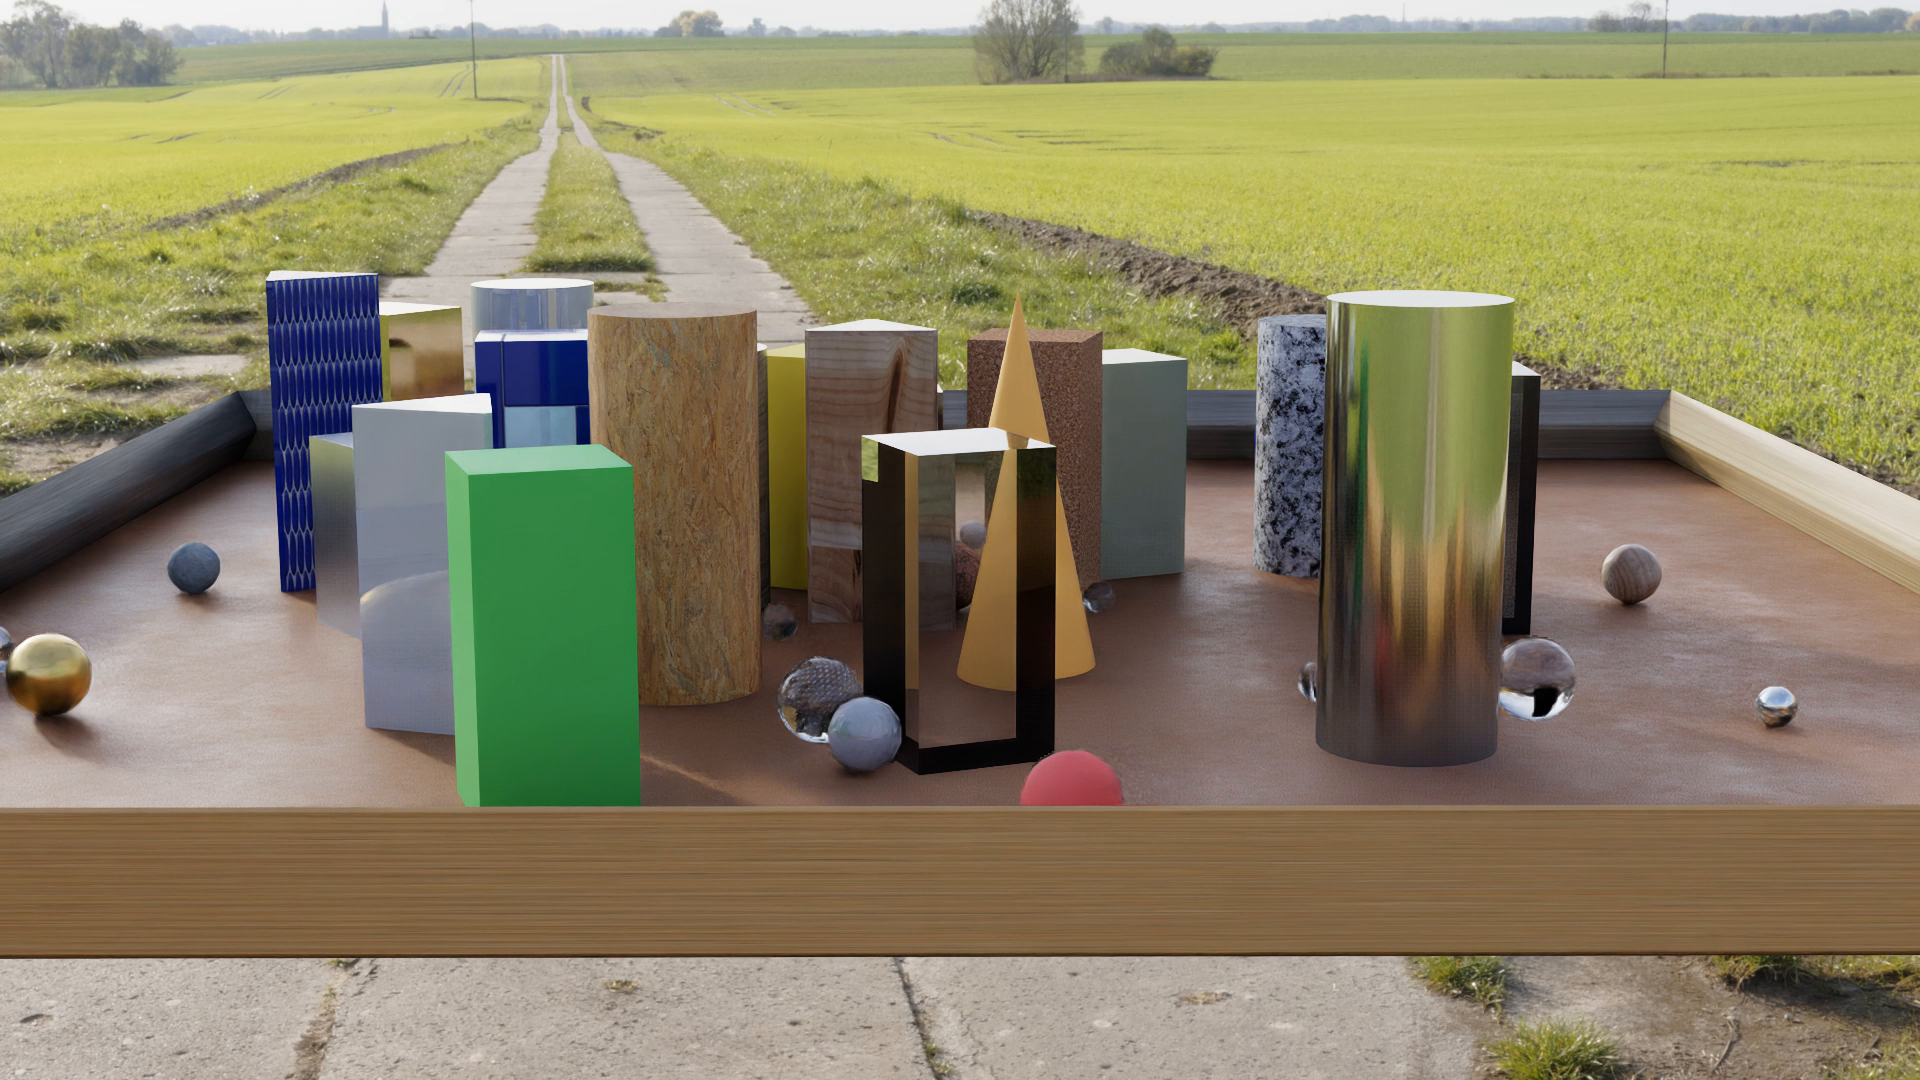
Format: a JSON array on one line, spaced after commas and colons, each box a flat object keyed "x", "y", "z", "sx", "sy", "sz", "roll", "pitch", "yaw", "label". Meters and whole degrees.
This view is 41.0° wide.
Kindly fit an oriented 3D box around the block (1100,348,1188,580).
[{"x": 0.222, "y": -0.113, "z": 3.734, "sx": 0.156, "sy": 0.310, "sz": 0.156, "roll": -5, "pitch": 12, "yaw": -25, "label": "block"}]

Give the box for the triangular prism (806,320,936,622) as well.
[{"x": -0.118, "y": -0.096, "z": 3.435, "sx": 0.169, "sy": 0.386, "sz": 0.146, "roll": 0, "pitch": 11, "yaw": -2, "label": "triangular prism"}]

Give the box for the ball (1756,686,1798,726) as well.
[{"x": 0.909, "y": 0.185, "z": 2.856, "sx": 0.045, "sy": 0.045, "sz": 0.045, "roll": 0, "pitch": 11, "yaw": 0, "label": "ball"}]

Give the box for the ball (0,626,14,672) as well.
[{"x": -1.173, "y": 0.131, "z": 3.077, "sx": 0.071, "sy": 0.071, "sz": 0.071, "roll": 0, "pitch": 11, "yaw": 0, "label": "ball"}]

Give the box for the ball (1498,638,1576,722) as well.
[{"x": 0.643, "y": 0.156, "z": 2.877, "sx": 0.094, "sy": 0.094, "sz": 0.094, "roll": 0, "pitch": 11, "yaw": 0, "label": "ball"}]

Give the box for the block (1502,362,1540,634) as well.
[{"x": 0.660, "y": -0.058, "z": 3.365, "sx": 0.156, "sy": 0.337, "sz": 0.156, "roll": 0, "pitch": 11, "yaw": 1, "label": "block"}]

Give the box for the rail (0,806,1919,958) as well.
[{"x": 0.008, "y": 0.277, "z": 2.132, "sx": 2.674, "sy": 0.127, "sz": 0.045, "roll": 0, "pitch": 11, "yaw": 0, "label": "rail"}]

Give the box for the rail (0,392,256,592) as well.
[{"x": -1.313, "y": 0.034, "z": 3.442, "sx": 0.045, "sy": 0.127, "sz": 2.727, "roll": 0, "pitch": 11, "yaw": 0, "label": "rail"}]

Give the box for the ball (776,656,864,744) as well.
[{"x": -0.152, "y": 0.173, "z": 2.784, "sx": 0.094, "sy": 0.094, "sz": 0.094, "roll": 0, "pitch": 11, "yaw": 0, "label": "ball"}]

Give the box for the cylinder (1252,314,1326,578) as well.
[{"x": 0.529, "y": -0.140, "z": 3.745, "sx": 0.195, "sy": 0.360, "sz": 0.195, "roll": 0, "pitch": 11, "yaw": 0, "label": "cylinder"}]

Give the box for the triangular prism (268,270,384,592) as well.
[{"x": -0.931, "y": -0.161, "z": 3.653, "sx": 0.169, "sy": 0.435, "sz": 0.146, "roll": -9, "pitch": 14, "yaw": -41, "label": "triangular prism"}]

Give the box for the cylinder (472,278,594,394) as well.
[{"x": -0.685, "y": -0.224, "z": 4.145, "sx": 0.195, "sy": 0.380, "sz": 0.195, "roll": 0, "pitch": 11, "yaw": 0, "label": "cylinder"}]

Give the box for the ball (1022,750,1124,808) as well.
[{"x": 0.105, "y": 0.244, "z": 2.402, "sx": 0.095, "sy": 0.095, "sz": 0.095, "roll": 0, "pitch": 11, "yaw": 0, "label": "ball"}]

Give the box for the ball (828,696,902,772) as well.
[{"x": -0.099, "y": 0.202, "z": 2.674, "sx": 0.078, "sy": 0.078, "sz": 0.078, "roll": 0, "pitch": 11, "yaw": 0, "label": "ball"}]

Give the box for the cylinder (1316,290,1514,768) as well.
[{"x": 0.484, "y": -0.017, "z": 2.743, "sx": 0.195, "sy": 0.483, "sz": 0.195, "roll": 0, "pitch": 11, "yaw": 0, "label": "cylinder"}]

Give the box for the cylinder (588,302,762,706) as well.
[{"x": -0.333, "y": -0.047, "z": 3.005, "sx": 0.195, "sy": 0.446, "sz": 0.195, "roll": 0, "pitch": 11, "yaw": 0, "label": "cylinder"}]

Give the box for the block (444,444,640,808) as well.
[{"x": -0.411, "y": 0.092, "z": 2.524, "sx": 0.156, "sy": 0.349, "sz": 0.156, "roll": -4, "pitch": 11, "yaw": -19, "label": "block"}]

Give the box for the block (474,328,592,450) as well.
[{"x": -0.612, "y": -0.125, "z": 3.708, "sx": 0.156, "sy": 0.344, "sz": 0.156, "roll": -1, "pitch": 11, "yaw": -7, "label": "block"}]

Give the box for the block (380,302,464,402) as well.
[{"x": -0.869, "y": -0.175, "z": 3.930, "sx": 0.156, "sy": 0.361, "sz": 0.156, "roll": 7, "pitch": 12, "yaw": 32, "label": "block"}]

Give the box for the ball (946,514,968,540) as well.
[{"x": -0.003, "y": -0.019, "z": 3.968, "sx": 0.041, "sy": 0.041, "sz": 0.041, "roll": 0, "pitch": 11, "yaw": 0, "label": "ball"}]

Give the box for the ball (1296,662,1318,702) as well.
[{"x": 0.413, "y": 0.164, "z": 2.968, "sx": 0.047, "sy": 0.047, "sz": 0.047, "roll": 0, "pitch": 11, "yaw": 0, "label": "ball"}]

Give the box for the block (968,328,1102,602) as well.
[{"x": 0.104, "y": -0.101, "z": 3.530, "sx": 0.156, "sy": 0.362, "sz": 0.156, "roll": 3, "pitch": 11, "yaw": 13, "label": "block"}]

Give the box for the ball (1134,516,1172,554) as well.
[{"x": 0.290, "y": -0.008, "z": 3.866, "sx": 0.057, "sy": 0.057, "sz": 0.057, "roll": 0, "pitch": 11, "yaw": 0, "label": "ball"}]

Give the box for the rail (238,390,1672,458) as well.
[{"x": -0.008, "y": -0.212, "z": 4.766, "sx": 2.674, "sy": 0.127, "sz": 0.045, "roll": 0, "pitch": 11, "yaw": 0, "label": "rail"}]

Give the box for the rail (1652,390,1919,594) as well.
[{"x": 1.313, "y": 0.031, "z": 3.456, "sx": 0.045, "sy": 0.127, "sz": 2.727, "roll": 0, "pitch": 11, "yaw": 0, "label": "rail"}]

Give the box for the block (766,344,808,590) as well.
[{"x": -0.193, "y": -0.104, "z": 3.644, "sx": 0.156, "sy": 0.327, "sz": 0.156, "roll": 5, "pitch": 12, "yaw": 26, "label": "block"}]

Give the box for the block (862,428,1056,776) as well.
[{"x": -0.002, "y": 0.061, "z": 2.731, "sx": 0.156, "sy": 0.335, "sz": 0.156, "roll": -5, "pitch": 11, "yaw": -23, "label": "block"}]

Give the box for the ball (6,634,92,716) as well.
[{"x": -1.030, "y": 0.152, "z": 2.901, "sx": 0.093, "sy": 0.093, "sz": 0.093, "roll": 0, "pitch": 11, "yaw": 0, "label": "ball"}]

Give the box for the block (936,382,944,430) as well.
[{"x": -0.110, "y": -0.117, "z": 3.948, "sx": 0.156, "sy": 0.241, "sz": 0.156, "roll": -1, "pitch": 11, "yaw": -5, "label": "block"}]

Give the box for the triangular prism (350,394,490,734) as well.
[{"x": -0.560, "y": 0.023, "z": 2.869, "sx": 0.169, "sy": 0.359, "sz": 0.146, "roll": 4, "pitch": 11, "yaw": 19, "label": "triangular prism"}]

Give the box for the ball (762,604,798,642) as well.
[{"x": -0.232, "y": 0.105, "z": 3.277, "sx": 0.049, "sy": 0.049, "sz": 0.049, "roll": 0, "pitch": 11, "yaw": 0, "label": "ball"}]

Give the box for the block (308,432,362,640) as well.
[{"x": -0.740, "y": -0.011, "z": 3.353, "sx": 0.156, "sy": 0.249, "sz": 0.156, "roll": -8, "pitch": 13, "yaw": -37, "label": "block"}]

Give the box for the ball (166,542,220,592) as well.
[{"x": -1.069, "y": 0.038, "z": 3.577, "sx": 0.072, "sy": 0.072, "sz": 0.072, "roll": 0, "pitch": 11, "yaw": 0, "label": "ball"}]

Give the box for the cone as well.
[{"x": 0.070, "y": -0.075, "z": 3.121, "sx": 0.195, "sy": 0.460, "sz": 0.195, "roll": 0, "pitch": 11, "yaw": 0, "label": "cone"}]

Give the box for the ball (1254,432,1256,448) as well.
[{"x": 0.587, "y": -0.184, "z": 4.705, "sx": 0.096, "sy": 0.096, "sz": 0.096, "roll": 0, "pitch": 11, "yaw": 0, "label": "ball"}]

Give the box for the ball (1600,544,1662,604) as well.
[{"x": 0.918, "y": 0.046, "z": 3.509, "sx": 0.081, "sy": 0.081, "sz": 0.081, "roll": 0, "pitch": 11, "yaw": 0, "label": "ball"}]

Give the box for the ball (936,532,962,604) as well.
[{"x": -0.040, "y": 0.038, "z": 3.505, "sx": 0.097, "sy": 0.097, "sz": 0.097, "roll": 0, "pitch": 11, "yaw": 0, "label": "ball"}]

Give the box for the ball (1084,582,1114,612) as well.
[{"x": 0.186, "y": 0.077, "z": 3.450, "sx": 0.040, "sy": 0.040, "sz": 0.040, "roll": 0, "pitch": 11, "yaw": 0, "label": "ball"}]

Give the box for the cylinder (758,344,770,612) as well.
[{"x": -0.355, "y": -0.084, "z": 3.464, "sx": 0.195, "sy": 0.353, "sz": 0.195, "roll": 0, "pitch": 11, "yaw": 0, "label": "cylinder"}]
